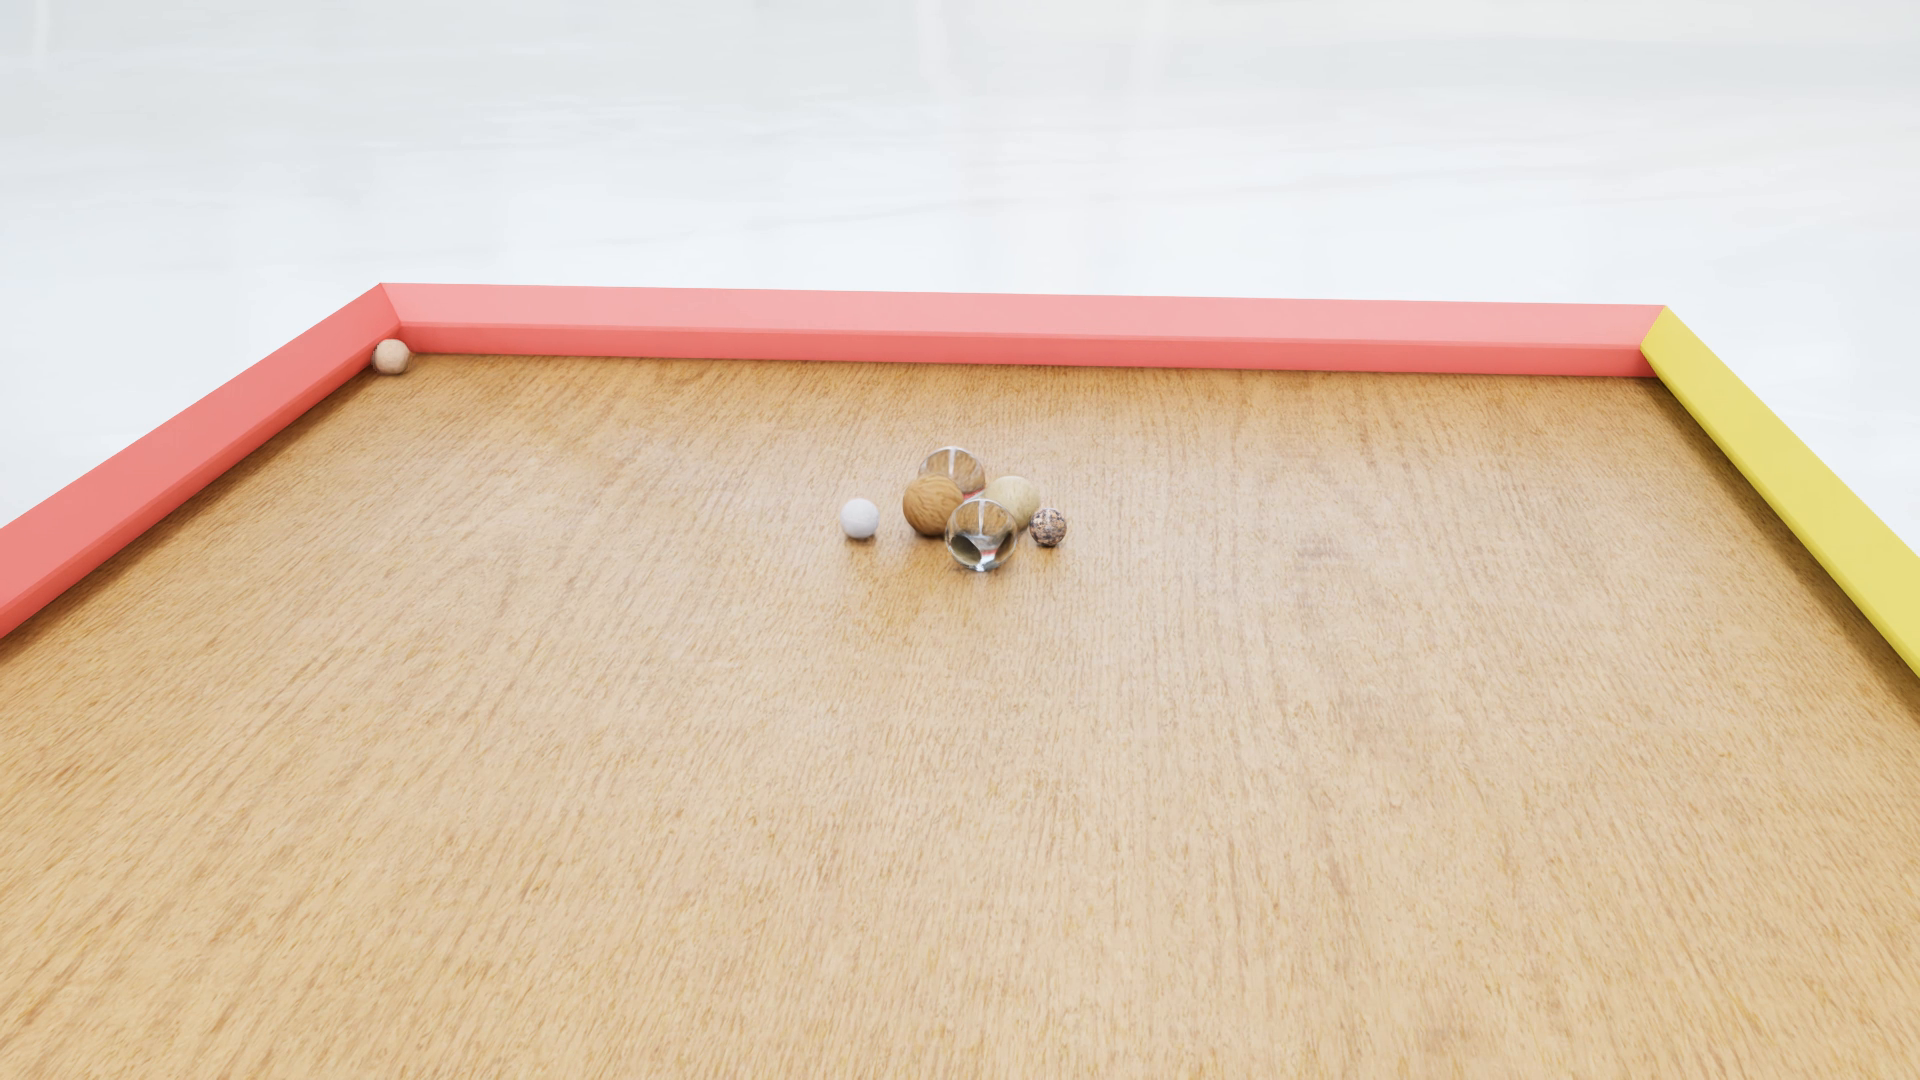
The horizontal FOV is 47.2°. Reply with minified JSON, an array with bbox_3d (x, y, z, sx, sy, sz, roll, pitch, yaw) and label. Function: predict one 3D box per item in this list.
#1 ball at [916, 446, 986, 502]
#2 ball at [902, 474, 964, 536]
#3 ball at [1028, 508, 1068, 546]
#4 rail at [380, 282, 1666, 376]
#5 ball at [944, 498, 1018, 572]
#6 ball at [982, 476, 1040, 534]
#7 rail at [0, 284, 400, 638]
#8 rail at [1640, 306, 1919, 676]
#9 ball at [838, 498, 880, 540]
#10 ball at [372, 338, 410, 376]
[{"bbox_3d":[-0.012,-0.076,2.861,0.090,0.090,0.090,0,19,0],"label":"ball"},{"bbox_3d":[-0.033,-0.044,2.786,0.079,0.079,0.079,0,19,0],"label":"ball"},{"bbox_3d":[0.110,-0.017,2.752,0.048,0.048,0.048,0,19,0],"label":"ball"},{"bbox_3d":[0.078,-0.339,3.584,2.102,0.117,0.045,1,19,4],"label":"rail"},{"bbox_3d":[0.026,-0.006,2.660,0.089,0.089,0.089,0,19,0],"label":"ball"},{"bbox_3d":[0.064,-0.044,2.792,0.075,0.075,0.075,0,19,0],"label":"ball"},{"bbox_3d":[-1.104,0.276,1.789,0.045,0.117,4.018,1,19,4],"label":"rail"},{"bbox_3d":[0.944,0.329,1.634,0.045,0.117,4.018,1,19,4],"label":"rail"},{"bbox_3d":[-0.127,-0.026,2.775,0.051,0.051,0.051,0,19,0],"label":"ball"},{"bbox_3d":[-0.917,-0.295,3.549,0.059,0.059,0.059,0,19,0],"label":"ball"}]
